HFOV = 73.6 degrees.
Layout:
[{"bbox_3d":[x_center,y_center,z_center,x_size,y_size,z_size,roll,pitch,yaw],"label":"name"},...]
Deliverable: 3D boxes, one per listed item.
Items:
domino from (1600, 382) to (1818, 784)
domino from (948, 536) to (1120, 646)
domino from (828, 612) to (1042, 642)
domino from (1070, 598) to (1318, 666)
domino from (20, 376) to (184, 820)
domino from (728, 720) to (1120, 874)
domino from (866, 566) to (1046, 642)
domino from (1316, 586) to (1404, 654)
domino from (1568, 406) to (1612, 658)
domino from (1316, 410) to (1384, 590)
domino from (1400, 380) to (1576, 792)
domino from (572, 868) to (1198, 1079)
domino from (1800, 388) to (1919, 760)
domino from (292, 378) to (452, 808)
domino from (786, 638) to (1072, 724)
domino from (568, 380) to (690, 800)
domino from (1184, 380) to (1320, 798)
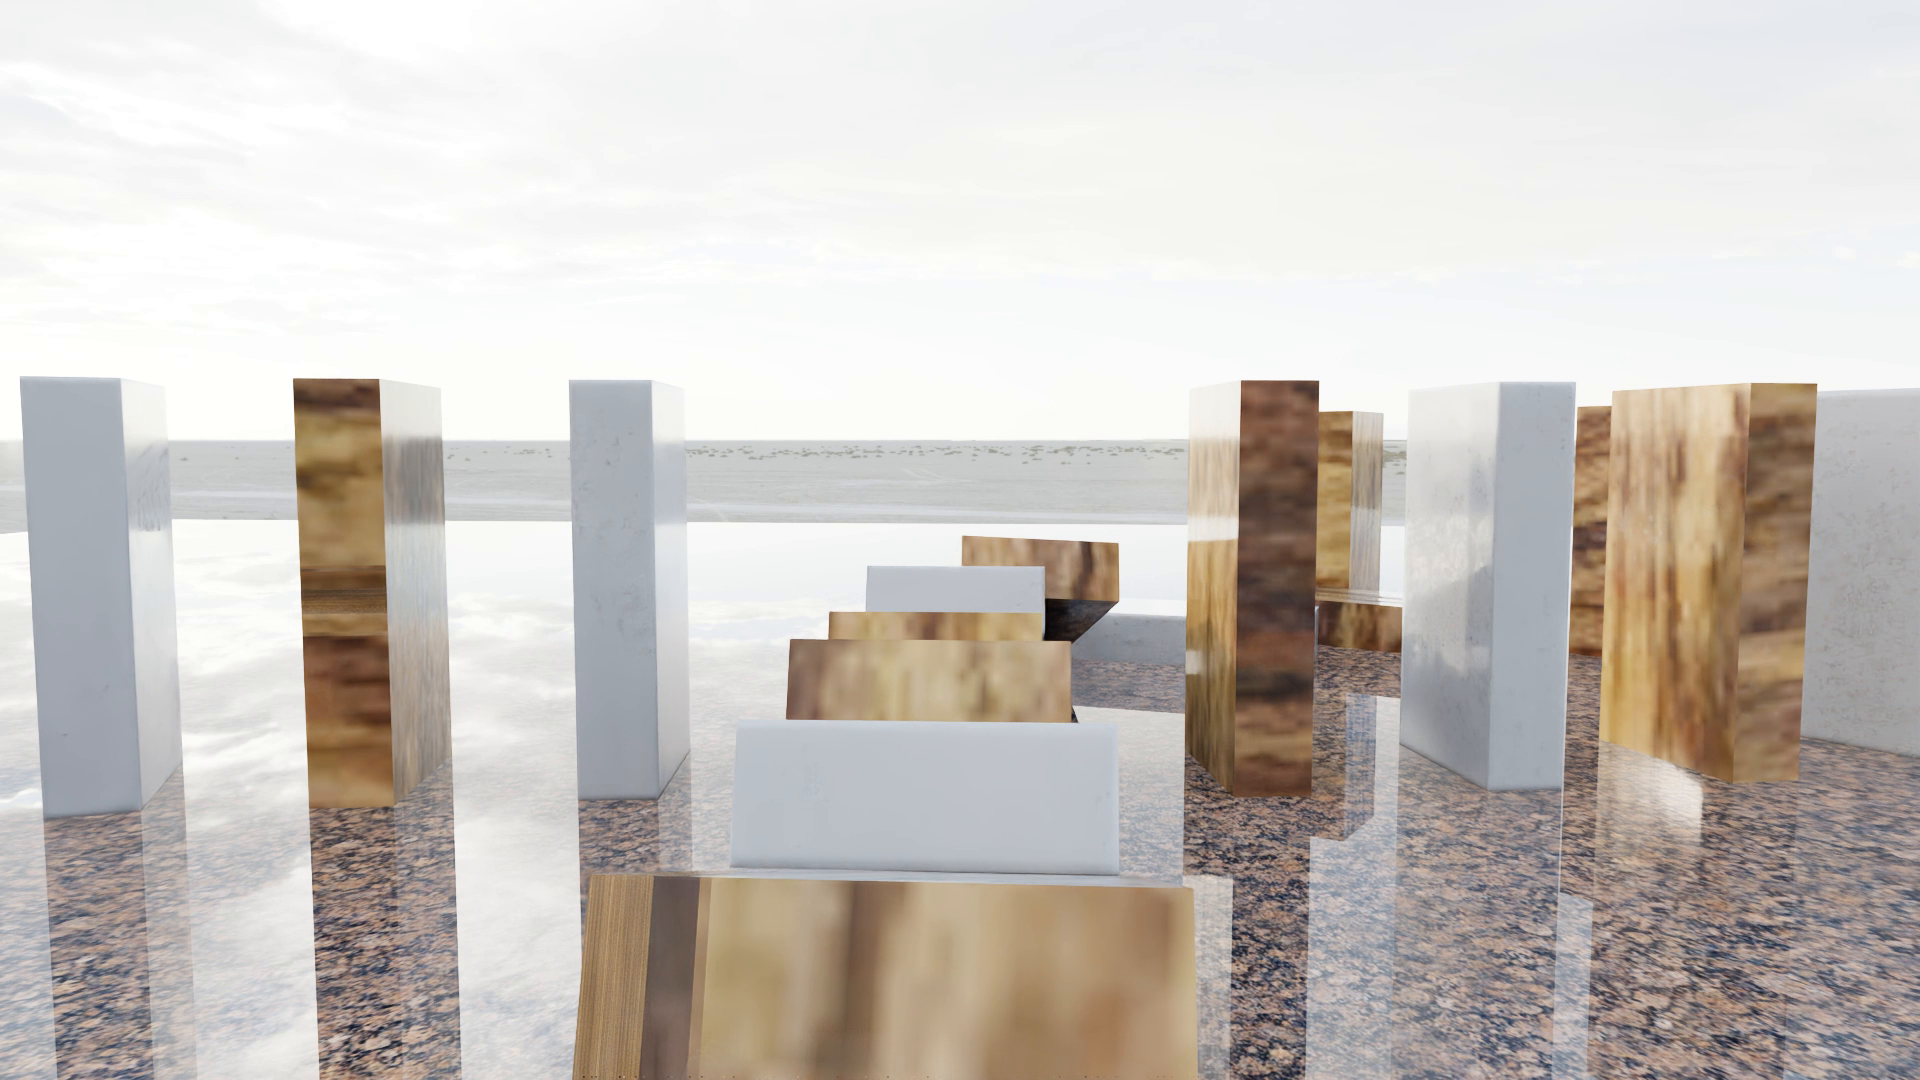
[{"bbox_3d":[0.099,0.005,0.172,0.009,0.050,0.025,-1,4,-10],"label":"domino"},{"bbox_3d":[0.010,0.011,0.224,0.025,0.009,0.050,3,-15,-6],"label":"domino"},{"bbox_3d":[-0.002,0.018,0.173,0.025,0.009,0.050,0,-12,3],"label":"domino"},{"bbox_3d":[0.045,0.018,0.259,0.050,0.009,0.025,2,5,20],"label":"domino"},{"bbox_3d":[-0.104,0.006,0.157,0.009,0.050,0.025,-2,5,-21],"label":"domino"},{"bbox_3d":[-0.001,0.022,0.107,0.025,0.009,0.050,0,-14,3],"label":"domino"},{"bbox_3d":[0.001,0.015,0.203,0.025,0.009,0.050,0,-15,3],"label":"domino"},{"bbox_3d":[0.085,0.017,0.280,0.050,0.009,0.025,3,6,39],"label":"domino"},{"bbox_3d":[0.137,-0.002,0.263,0.025,0.050,0.009,-3,5,-34],"label":"domino"},{"bbox_3d":[0.092,-0.005,0.306,0.009,0.050,0.025,3,5,34],"label":"domino"},{"bbox_3d":[0.068,0.005,0.168,0.009,0.050,0.025,0,4,-6],"label":"domino"},{"bbox_3d":[-0.001,0.025,0.076,0.025,0.009,0.050,0,-14,4],"label":"domino"},{"bbox_3d":[0.129,0.004,0.182,0.010,0.050,0.025,-2,5,-30],"label":"domino"},{"bbox_3d":[-0.073,0.005,0.161,0.010,0.050,0.025,-1,4,-7],"label":"domino"},{"bbox_3d":[-0.002,0.020,0.137,0.025,0.009,0.050,0,-15,3],"label":"domino"},{"bbox_3d":[-0.042,0.005,0.164,0.010,0.050,0.025,0,4,-3],"label":"domino"},{"bbox_3d":[0.037,0.005,0.165,0.009,0.050,0.025,0,4,-4],"label":"domino"}]
